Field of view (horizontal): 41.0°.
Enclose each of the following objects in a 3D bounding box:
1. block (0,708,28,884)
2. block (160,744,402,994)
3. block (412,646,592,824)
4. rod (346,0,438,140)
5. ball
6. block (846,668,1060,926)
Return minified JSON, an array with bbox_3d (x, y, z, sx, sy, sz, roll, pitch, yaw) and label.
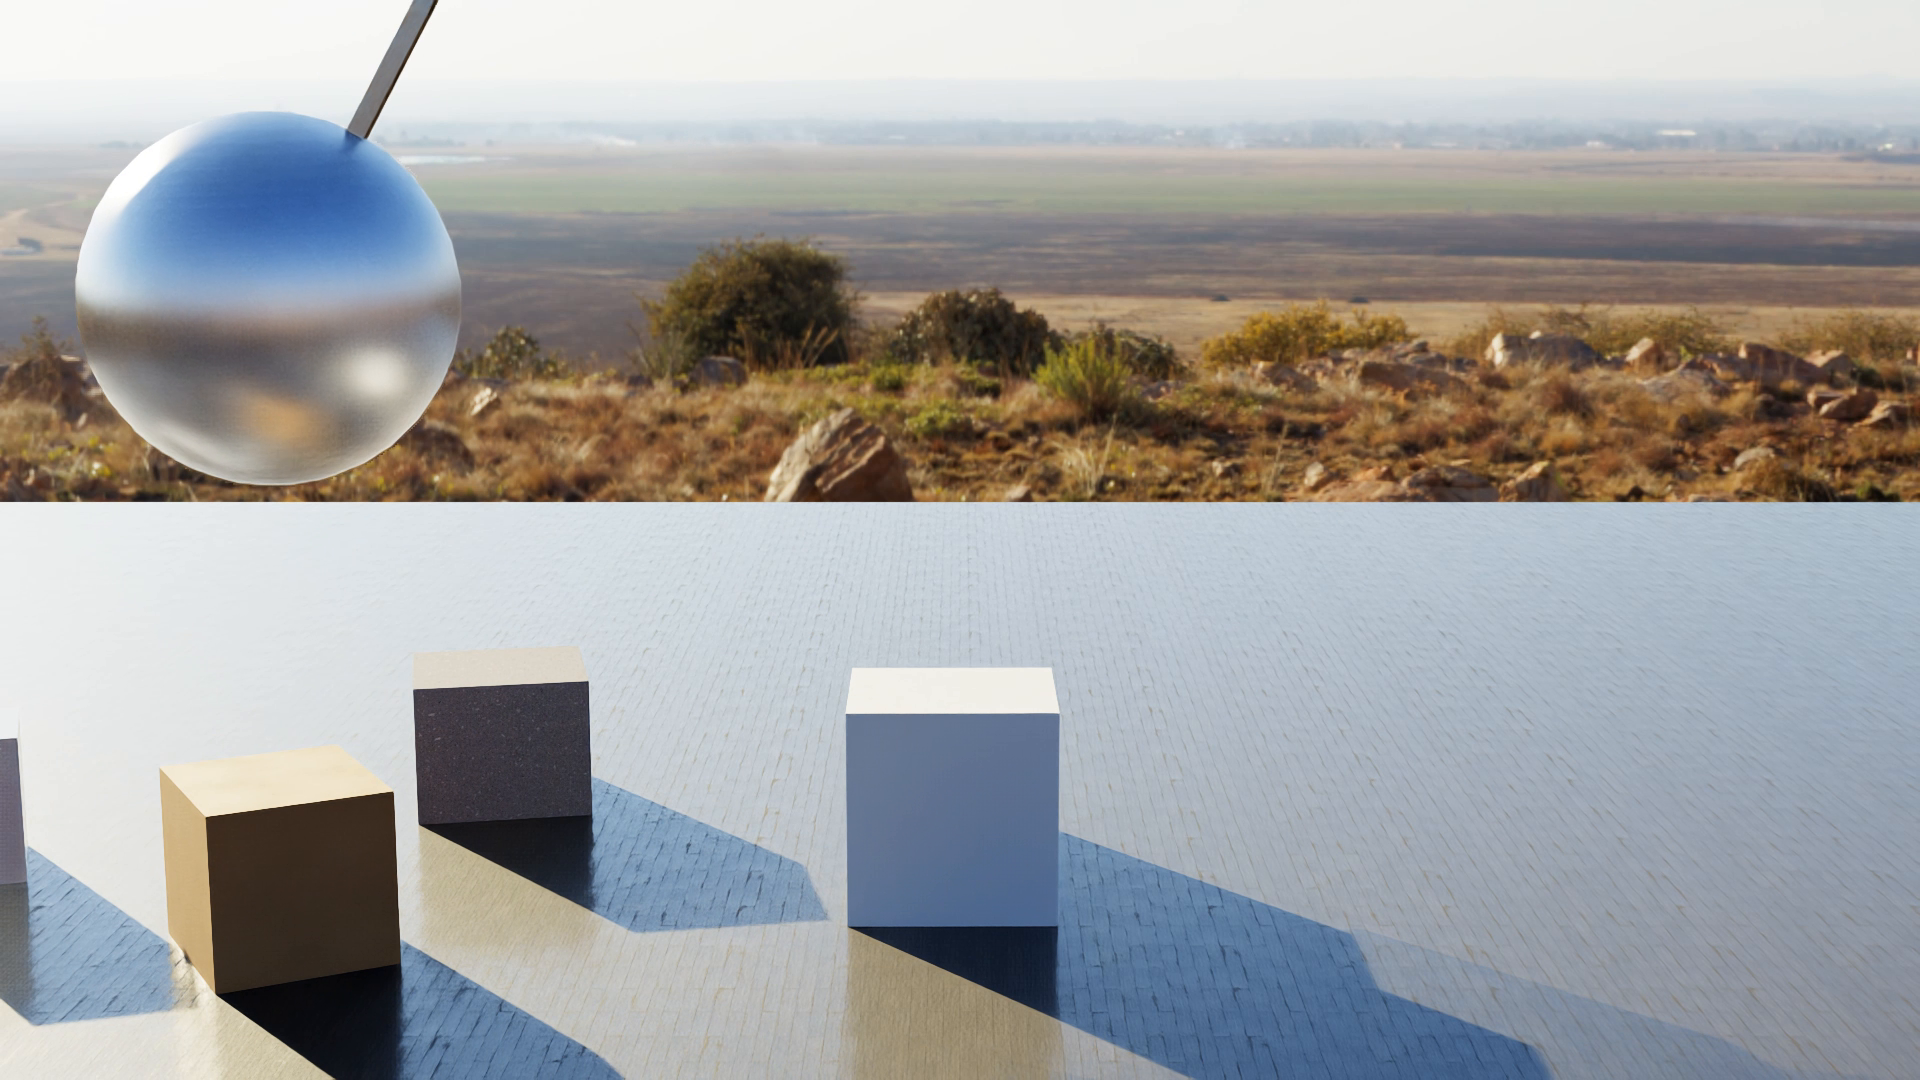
[{"bbox_3d":[-4.484,1.151,11.404,0.598,0.654,0.581,-4,11,-19],"label":"block"},{"bbox_3d":[-2.754,1.310,10.373,0.734,0.712,0.822,-6,12,-28],"label":"block"},{"bbox_3d":[-2.245,0.941,12.551,0.818,0.659,0.785,-2,11,-12],"label":"block"},{"bbox_3d":[-1.278,-3.945,10.463,0.080,5.200,0.080,29,9,-5],"label":"rod"},{"bbox_3d":[-2.949,-1.032,10.993,1.600,1.600,1.600,0,10,0],"label":"ball"},{"bbox_3d":[-0.033,1.088,11.021,0.879,0.915,0.819,0,10,0],"label":"block"}]
